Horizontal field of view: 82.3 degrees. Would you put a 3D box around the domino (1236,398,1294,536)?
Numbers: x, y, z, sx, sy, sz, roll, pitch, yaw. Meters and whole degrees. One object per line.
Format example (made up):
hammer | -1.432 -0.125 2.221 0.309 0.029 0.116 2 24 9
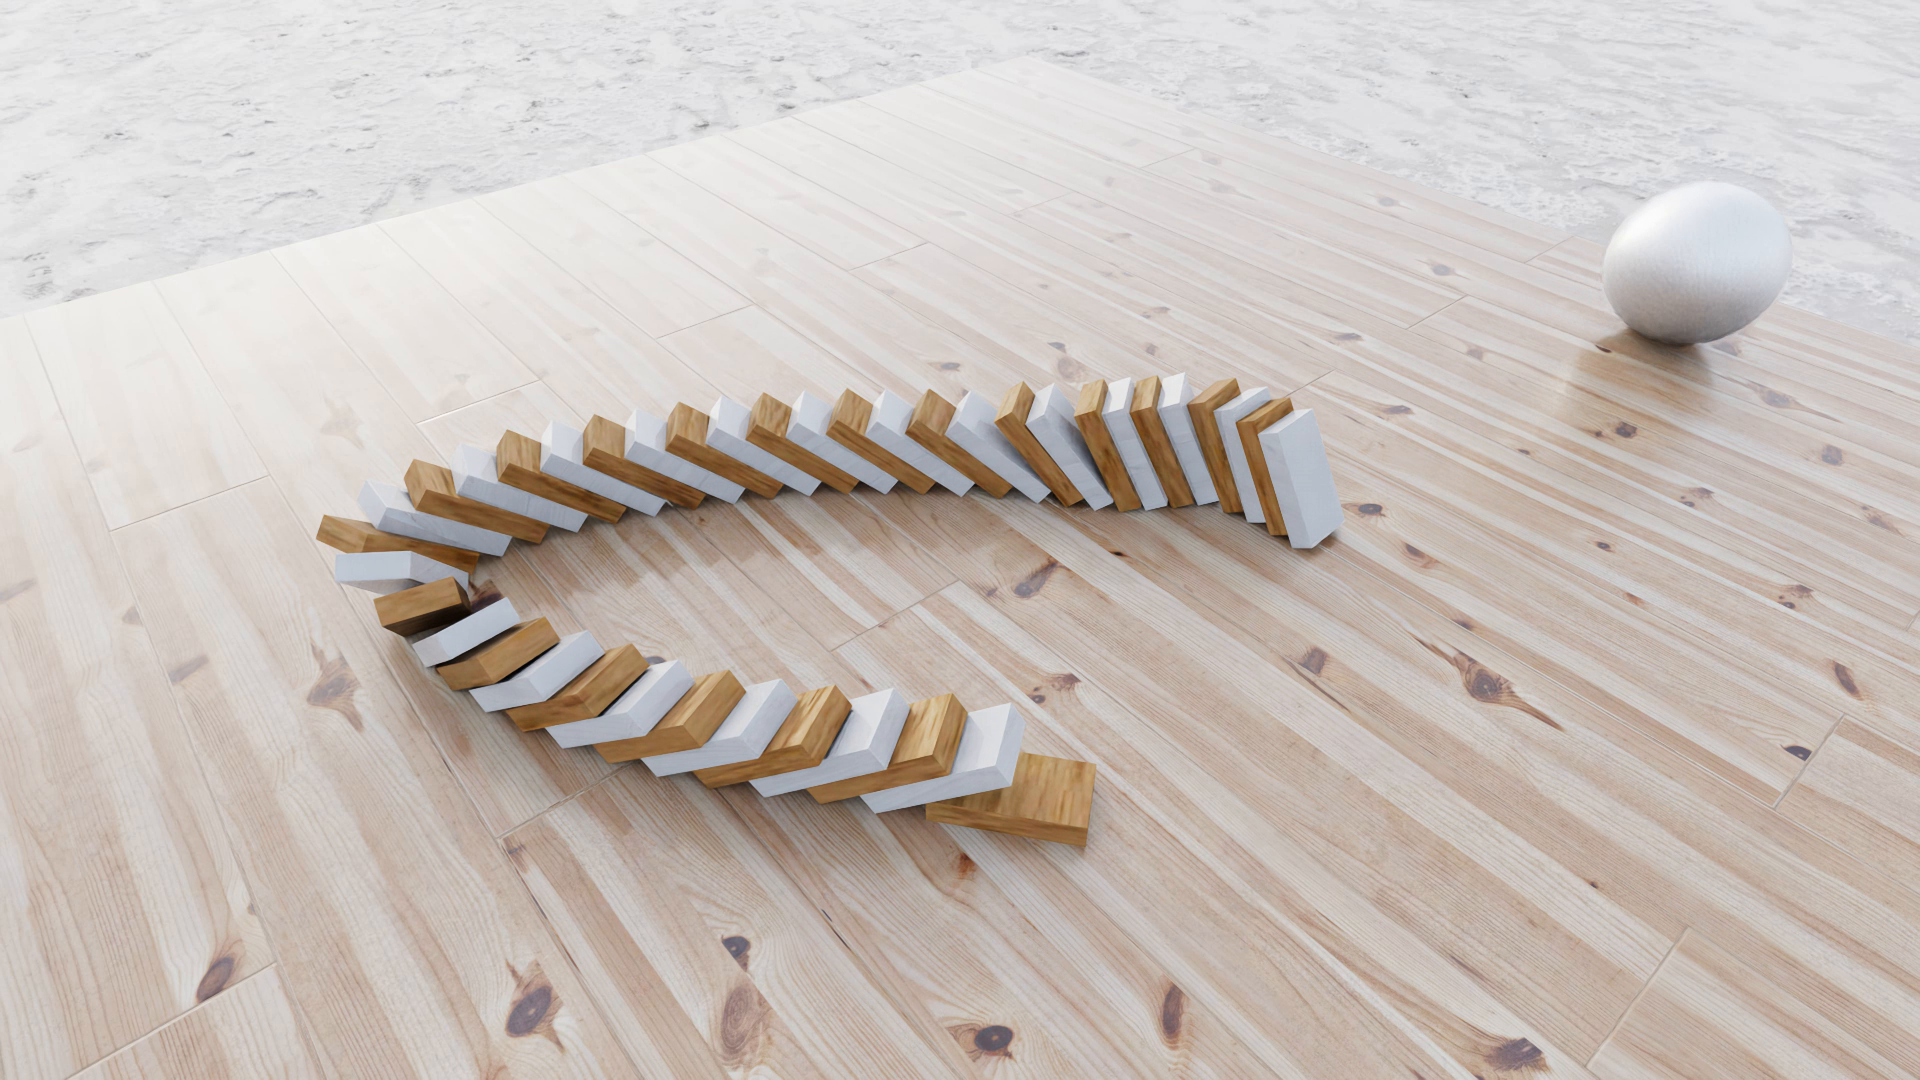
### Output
domino | 0.131 -0.030 0.450 0.025 0.050 0.009 -31 18 -32

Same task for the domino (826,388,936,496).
domino | -0.032 -0.042 0.473 0.050 0.009 0.025 31 36 -19

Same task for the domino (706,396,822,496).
domino | -0.083 -0.040 0.470 0.050 0.009 0.025 28 31 -25

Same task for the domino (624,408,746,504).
domino | -0.116 -0.035 0.464 0.050 0.009 0.025 25 28 -31

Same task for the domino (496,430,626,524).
domino | -0.163 -0.026 0.451 0.050 0.010 0.025 24 24 -37

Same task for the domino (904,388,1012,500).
domino | 0.002 -0.041 0.472 0.050 0.010 0.025 34 38 -15

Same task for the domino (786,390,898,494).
domino | -0.049 -0.042 0.473 0.050 0.009 0.025 30 34 -21

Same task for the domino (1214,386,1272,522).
domino | 0.123 -0.035 0.456 0.025 0.050 0.009 -31 18 -32

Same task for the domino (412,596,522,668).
domino | -0.172 0.032 0.381 0.025 0.010 0.050 -33 11 -34

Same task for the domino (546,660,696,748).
domino | -0.111 0.054 0.357 0.050 0.010 0.025 -15 25 40

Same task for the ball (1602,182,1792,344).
ball | 0.373 -0.140 0.558 0.080 0.080 0.080 0 39 0

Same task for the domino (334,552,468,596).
domino | -0.201 0.013 0.400 0.025 0.050 0.010 -2 80 -3

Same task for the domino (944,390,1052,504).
domino | 0.019 -0.040 0.471 0.050 0.010 0.025 36 40 -13

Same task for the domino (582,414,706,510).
domino | -0.132 -0.032 0.460 0.050 0.010 0.025 25 27 -32

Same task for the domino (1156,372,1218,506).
domino | 0.098 -0.042 0.464 0.010 0.050 0.025 -14 32 27

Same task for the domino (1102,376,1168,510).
domino | 0.075 -0.040 0.461 0.009 0.050 0.025 -14 32 27

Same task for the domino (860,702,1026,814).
domino | -0.005 0.068 0.341 0.050 0.010 0.025 -18 31 28

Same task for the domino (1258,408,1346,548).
domino | 0.138 -0.025 0.443 0.025 0.050 0.010 -31 18 -32

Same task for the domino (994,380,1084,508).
domino | 0.036 -0.040 0.465 0.010 0.050 0.025 -27 26 33

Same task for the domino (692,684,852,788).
domino | -0.060 0.062 0.346 0.050 0.010 0.025 -19 28 34

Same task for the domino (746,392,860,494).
domino | -0.066 -0.041 0.472 0.050 0.010 0.025 29 33 -23

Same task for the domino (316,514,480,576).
domino | -0.211 0.002 0.415 0.025 0.010 0.050 18 -1 25

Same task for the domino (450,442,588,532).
domino | -0.178 -0.021 0.445 0.050 0.010 0.025 23 20 -41

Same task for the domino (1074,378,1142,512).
domino | 0.064 -0.039 0.460 0.009 0.050 0.025 -14 33 27

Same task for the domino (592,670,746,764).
domino | -0.094 0.057 0.353 0.050 0.009 0.025 -16 26 38

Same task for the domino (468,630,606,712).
domino | -0.142 0.044 0.368 0.050 0.010 0.025 -15 22 45

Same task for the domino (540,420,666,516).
domino | -0.148 -0.029 0.456 0.050 0.010 0.025 25 26 -34

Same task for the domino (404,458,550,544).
domino | -0.192 -0.015 0.438 0.050 0.010 0.025 21 17 -45

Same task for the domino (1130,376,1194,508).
domino | 0.086 -0.041 0.462 0.010 0.050 0.025 -14 33 27

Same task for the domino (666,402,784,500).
domino | -0.100 -0.038 0.468 0.050 0.010 0.025 26 30 -28

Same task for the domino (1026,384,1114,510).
domino | 0.048 -0.039 0.463 0.010 0.050 0.025 -26 27 33

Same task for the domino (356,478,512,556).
domino | -0.204 -0.008 0.429 0.025 0.009 0.050 35 10 38

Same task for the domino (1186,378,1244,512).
domino | 0.113 -0.040 0.461 0.009 0.050 0.025 -3 26 49

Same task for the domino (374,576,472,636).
domino | -0.188 0.024 0.388 0.025 0.050 0.009 -18 88 -21

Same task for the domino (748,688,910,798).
domino | -0.041 0.064 0.345 0.050 0.009 0.025 -19 30 31

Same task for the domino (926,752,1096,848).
domino | 0.016 0.079 0.347 0.050 0.010 0.025 7 40 9

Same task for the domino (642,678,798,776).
domino | -0.077 0.060 0.349 0.050 0.009 0.025 -17 27 37

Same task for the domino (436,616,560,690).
domino | -0.157 0.039 0.374 0.050 0.009 0.025 -13 20 50

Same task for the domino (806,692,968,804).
domino | -0.023 0.065 0.344 0.050 0.010 0.025 -19 30 29

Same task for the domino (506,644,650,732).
domino | -0.126 0.049 0.362 0.050 0.010 0.025 -16 24 42

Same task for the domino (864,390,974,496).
domino | -0.016 -0.042 0.473 0.050 0.010 0.025 32 36 -18
